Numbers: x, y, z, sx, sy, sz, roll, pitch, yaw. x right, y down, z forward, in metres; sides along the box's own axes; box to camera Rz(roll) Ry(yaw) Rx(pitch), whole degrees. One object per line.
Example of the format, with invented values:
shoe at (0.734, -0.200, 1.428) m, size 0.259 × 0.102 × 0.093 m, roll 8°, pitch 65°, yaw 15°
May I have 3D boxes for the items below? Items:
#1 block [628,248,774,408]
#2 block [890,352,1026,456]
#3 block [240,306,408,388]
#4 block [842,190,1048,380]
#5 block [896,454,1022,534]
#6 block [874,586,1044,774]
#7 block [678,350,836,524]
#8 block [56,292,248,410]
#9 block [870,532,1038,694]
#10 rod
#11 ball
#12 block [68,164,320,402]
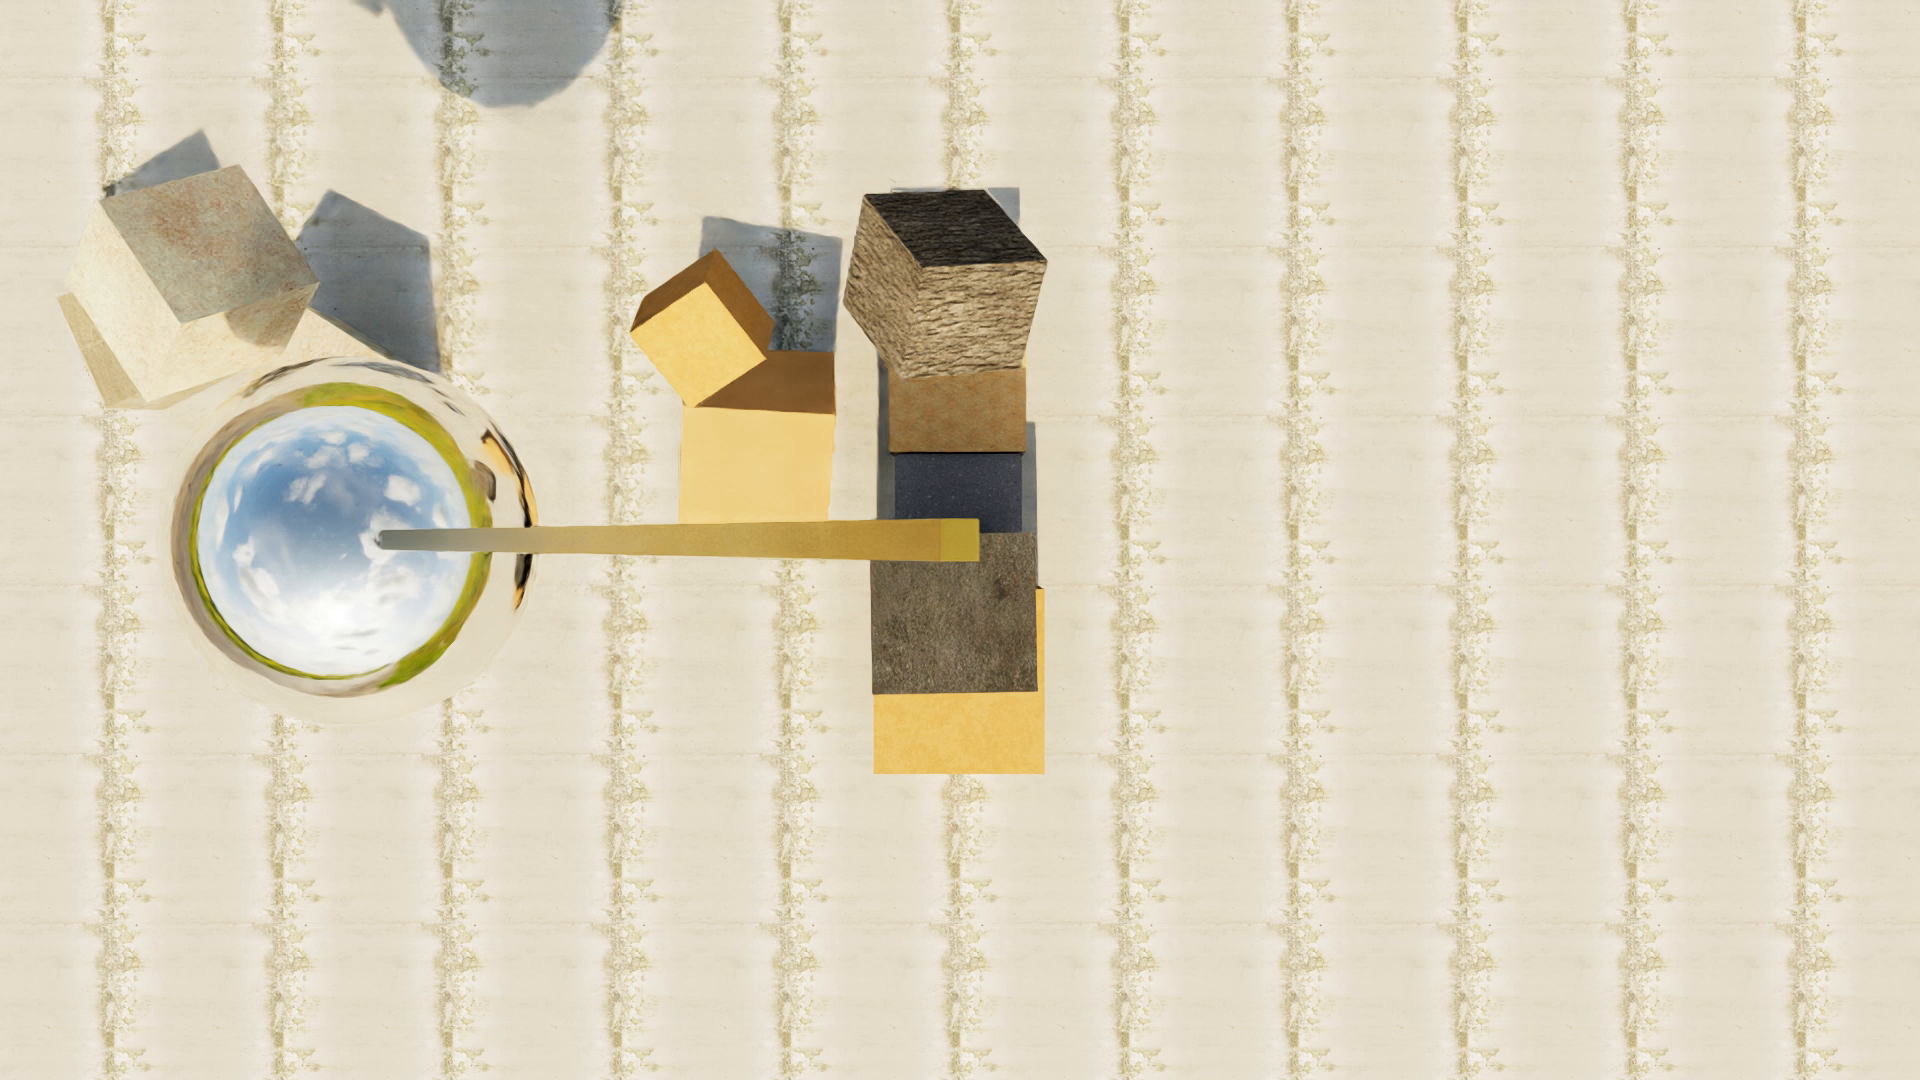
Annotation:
block at (-1.217, -1.005, 10.420) m, size 0.450 × 0.457 × 0.462 m, roll -31°, pitch 113°, yaw 16°
block at (-0.013, -0.891, 12.628) m, size 0.764 × 0.744 × 0.796 m, roll 0°, pitch 90°, yaw 0°
block at (-3.569, -0.855, 12.615) m, size 0.710 × 0.699 × 0.658 m, roll 32°, pitch 90°, yaw 6°
block at (-0.079, -1.173, 10.021) m, size 0.621 × 0.654 × 0.574 m, roll -7°, pitch 130°, yaw -27°
block at (-0.009, -0.111, 12.649) m, size 0.709 × 0.703 × 0.742 m, roll 0°, pitch 90°, yaw 0°
block at (-0.005, 0.779, 12.547) m, size 0.940 × 0.906 × 1.017 m, roll 0°, pitch 90°, yaw 0°
block at (-1.145, -0.581, 12.439) m, size 0.830 × 0.777 × 0.738 m, roll 3°, pitch 120°, yaw -6°
block at (-4.587, -1.198, 12.623) m, size 0.662 × 0.691 × 0.676 m, roll -25°, pitch 90°, yaw 6°
block at (-0.033, 0.381, 11.738) m, size 0.858 × 0.711 × 0.827 m, roll -1°, pitch 90°, yaw 0°
rod at (-1.138, 0.000, 6.473) m, size 0.080 × 5.200 × 0.080 m, roll 0°, pitch 90°, yaw -26°
ball at (-2.627, 0.000, 9.530) m, size 1.600 × 1.600 × 1.600 m, roll 0°, pitch 90°, yaw 0°
block at (-3.677, -1.237, 10.544) m, size 0.754 × 0.658 × 0.727 m, roll -28°, pitch 79°, yaw -43°
